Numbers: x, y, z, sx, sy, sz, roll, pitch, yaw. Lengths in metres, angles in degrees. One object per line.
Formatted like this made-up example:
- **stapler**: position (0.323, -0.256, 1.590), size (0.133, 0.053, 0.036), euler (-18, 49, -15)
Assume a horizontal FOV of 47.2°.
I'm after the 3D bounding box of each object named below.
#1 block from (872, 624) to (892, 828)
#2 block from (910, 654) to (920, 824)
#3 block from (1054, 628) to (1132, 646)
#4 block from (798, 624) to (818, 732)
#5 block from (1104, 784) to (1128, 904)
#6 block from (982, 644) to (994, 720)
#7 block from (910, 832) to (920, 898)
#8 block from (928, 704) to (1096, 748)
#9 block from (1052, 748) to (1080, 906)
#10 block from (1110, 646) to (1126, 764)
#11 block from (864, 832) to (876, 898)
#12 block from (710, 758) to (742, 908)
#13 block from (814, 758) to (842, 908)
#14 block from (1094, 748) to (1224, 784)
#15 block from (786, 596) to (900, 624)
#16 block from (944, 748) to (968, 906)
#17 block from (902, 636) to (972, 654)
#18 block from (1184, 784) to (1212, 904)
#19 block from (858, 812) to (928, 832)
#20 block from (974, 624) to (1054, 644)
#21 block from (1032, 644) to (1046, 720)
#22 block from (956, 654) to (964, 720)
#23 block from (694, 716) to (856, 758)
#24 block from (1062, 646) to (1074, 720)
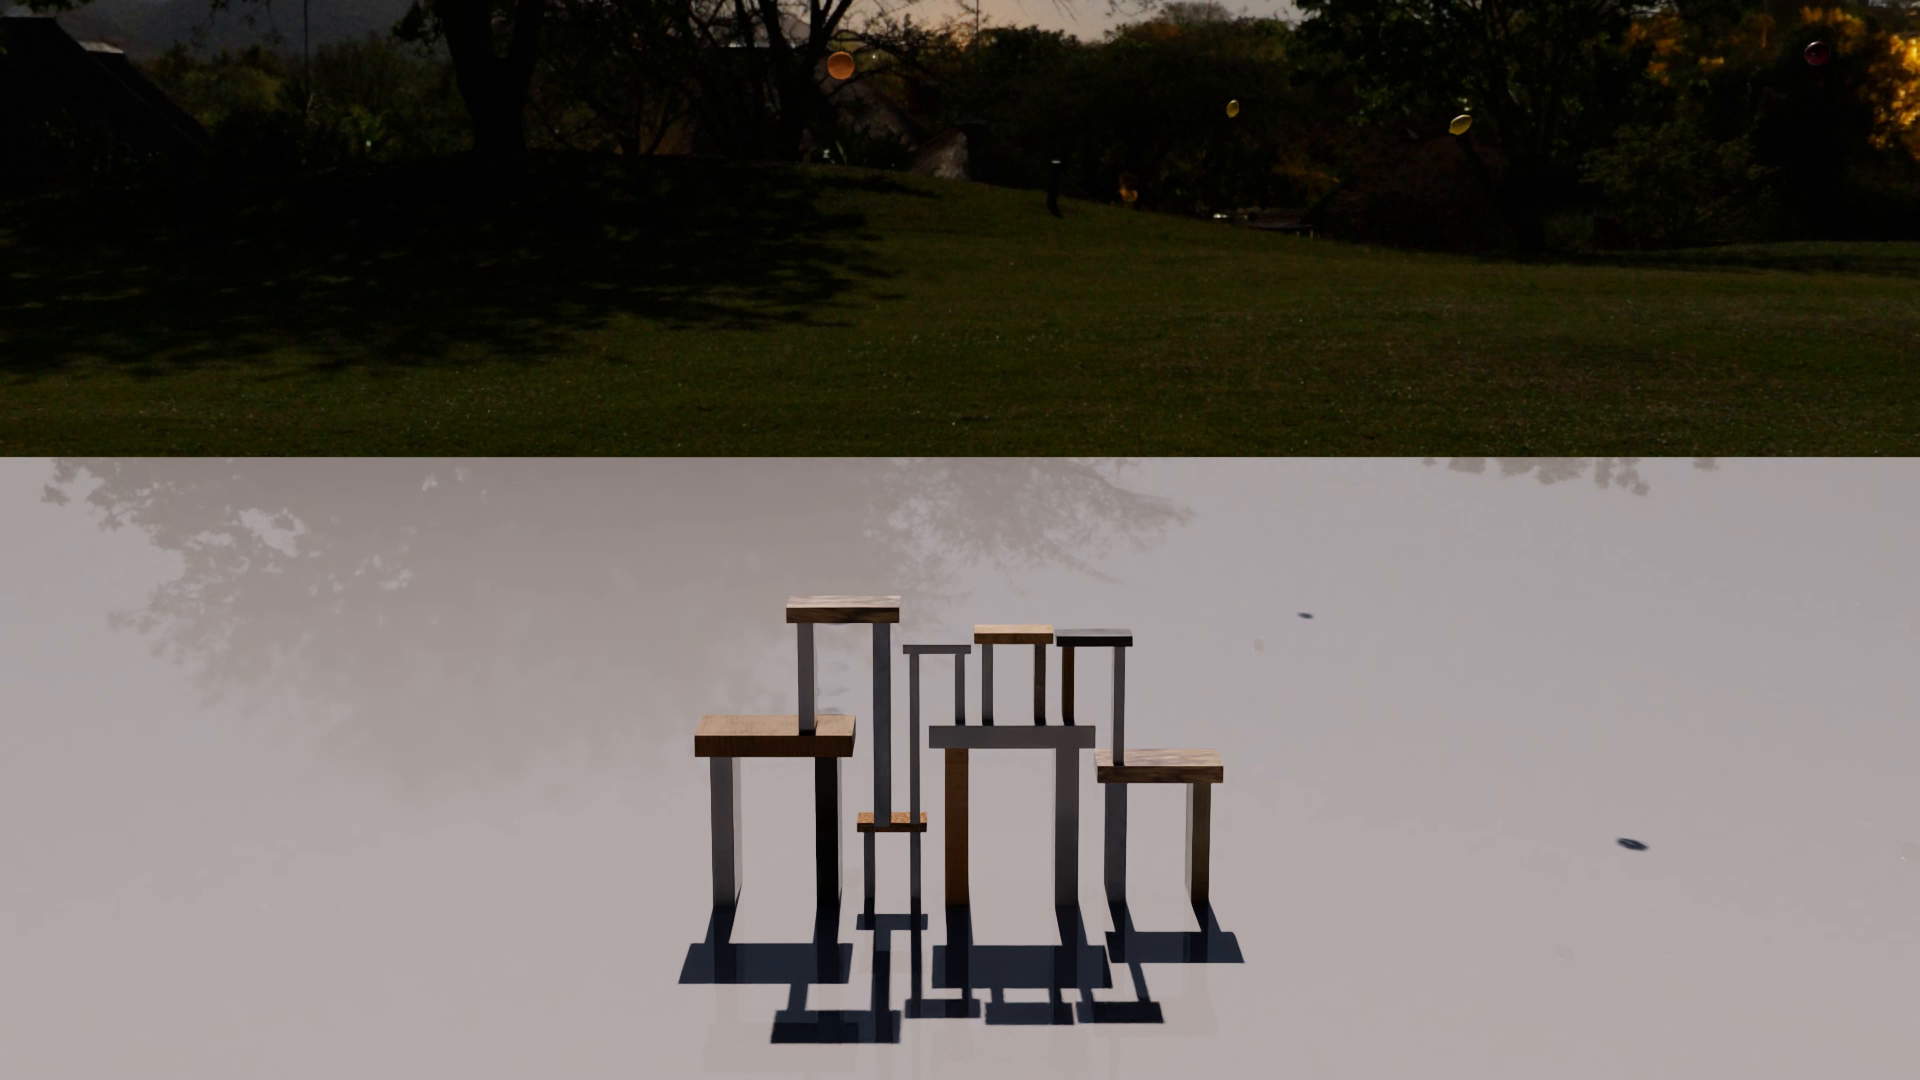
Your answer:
- **block**: position (-0.128, 0.294, 3.614), size (0.026, 0.342, 0.091), euler (0, 11, 0)
- **block**: position (-0.074, 0.321, 3.615), size (0.016, 0.287, 0.055), euler (0, 11, 0)
- **block**: position (0.218, 0.159, 3.587), size (0.123, 0.017, 0.062), euler (0, 11, 0)
- **block**: position (-0.249, 0.215, 3.599), size (0.026, 0.182, 0.091), euler (0, 11, 0)
- **block**: position (0.258, 0.488, 3.655), size (0.029, 0.205, 0.103), euler (0, 11, 0)
- **block**: position (0.044, 0.225, 3.600), size (0.018, 0.128, 0.064), euler (0, 11, 0)
- **block**: position (-0.074, 0.533, 3.664), size (0.016, 0.114, 0.057), euler (0, 11, 0)
- **block**: position (0.084, 0.306, 3.619), size (0.269, 0.038, 0.135), euler (0, 11, 0)
- **block**: position (0.174, 0.457, 3.647), size (0.038, 0.269, 0.135), euler (0, 11, 0)
- **block**: position (0.259, 0.264, 3.606), size (0.017, 0.196, 0.062), euler (0, 11, 0)
- **block**: position (-0.150, 0.533, 3.664), size (0.016, 0.114, 0.057), euler (0, 11, 0)
- **block**: position (-0.387, 0.465, 3.644), size (0.036, 0.255, 0.127), euler (0, 11, 0)
- **block**: position (-0.217, 0.465, 3.644), size (0.036, 0.255, 0.127), euler (0, 11, 0)
- **block**: position (0.327, 0.373, 3.634), size (0.205, 0.029, 0.103), euler (0, 11, 0)
- **block**: position (-0.188, 0.113, 3.580), size (0.182, 0.026, 0.091), euler (0, 11, 0)
- **block**: position (-0.005, 0.457, 3.647), size (0.038, 0.269, 0.135), euler (0, 11, 0)
- **block**: position (-0.037, 0.172, 3.588), size (0.111, 0.016, 0.055), euler (0, 11, 0)
- **block**: position (0.395, 0.488, 3.655), size (0.029, 0.205, 0.103), euler (0, 11, 0)
- **block**: position (-0.112, 0.469, 3.652), size (0.114, 0.016, 0.057), euler (0, 11, 0)
- **block**: position (0.087, 0.154, 3.587), size (0.128, 0.018, 0.064), euler (0, 11, 0)
- **block**: position (0.130, 0.225, 3.600), size (0.018, 0.128, 0.064), euler (0, 11, 0)
- **block**: position (0.000, 0.234, 3.599), size (0.016, 0.111, 0.055), euler (0, 11, 0)
- **block**: position (-0.302, 0.322, 3.618), size (0.255, 0.036, 0.127), euler (0, 11, 0)
- **block**: position (0.177, 0.228, 3.600), size (0.017, 0.123, 0.062), euler (0, 11, 0)
